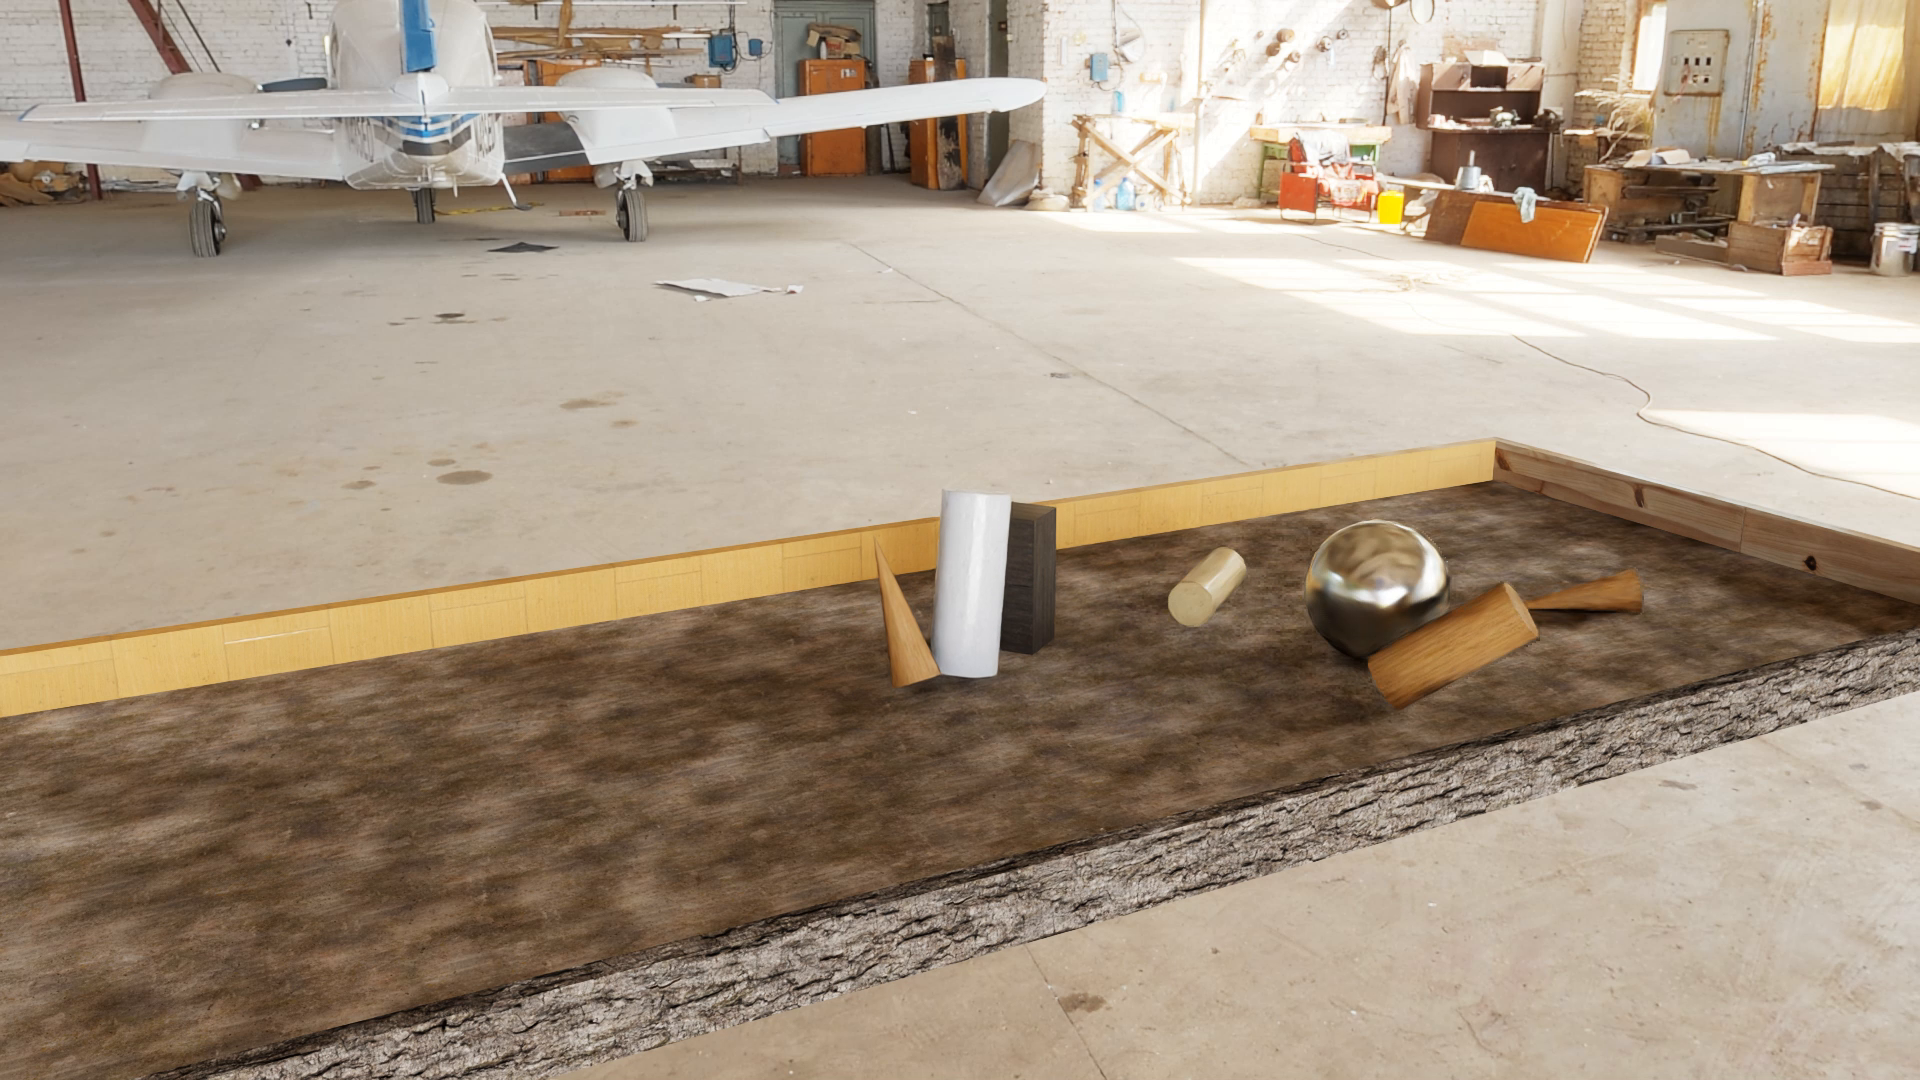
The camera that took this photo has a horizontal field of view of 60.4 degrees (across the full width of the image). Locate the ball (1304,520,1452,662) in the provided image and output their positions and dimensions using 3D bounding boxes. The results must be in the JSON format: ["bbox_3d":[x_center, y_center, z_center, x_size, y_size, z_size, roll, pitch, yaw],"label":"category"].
[{"bbox_3d":[1.076,0.131,4.258,0.367,0.367,0.367,0,16,0],"label":"ball"}]

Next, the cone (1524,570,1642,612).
[{"bbox_3d":[1.728,0.168,4.671,0.357,0.125,0.125,-8,15,7],"label":"cone"}]

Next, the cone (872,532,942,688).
[{"bbox_3d":[-0.162,0.162,4.081,0.126,0.390,0.126,-17,-2,-1],"label":"cone"}]

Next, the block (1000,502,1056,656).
[{"bbox_3d":[0.155,0.099,4.369,0.149,0.366,0.149,8,18,25],"label":"block"}]

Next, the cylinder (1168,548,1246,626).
[{"bbox_3d":[0.704,0.130,4.683,0.129,0.129,0.360,7,18,23],"label":"cylinder"}]

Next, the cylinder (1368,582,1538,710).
[{"bbox_3d":[1.160,0.253,3.892,0.365,0.147,0.147,-33,4,23],"label":"cylinder"}]

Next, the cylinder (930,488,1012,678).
[{"bbox_3d":[0.025,0.104,4.147,0.175,0.455,0.175,4,6,0],"label":"cylinder"}]

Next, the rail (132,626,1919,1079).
[{"bbox_3d":[-2.336,1.006,1.665,12.000,0.150,0.050,-9,18,-27],"label":"rail"}]

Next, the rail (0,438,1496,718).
[{"bbox_3d":[-3.305,0.497,3.399,12.000,0.150,0.050,-9,18,-27],"label":"rail"}]

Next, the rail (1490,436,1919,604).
[{"bbox_3d":[2.466,-0.048,5.253,0.050,0.150,2.100,-9,18,-27],"label":"rail"}]
